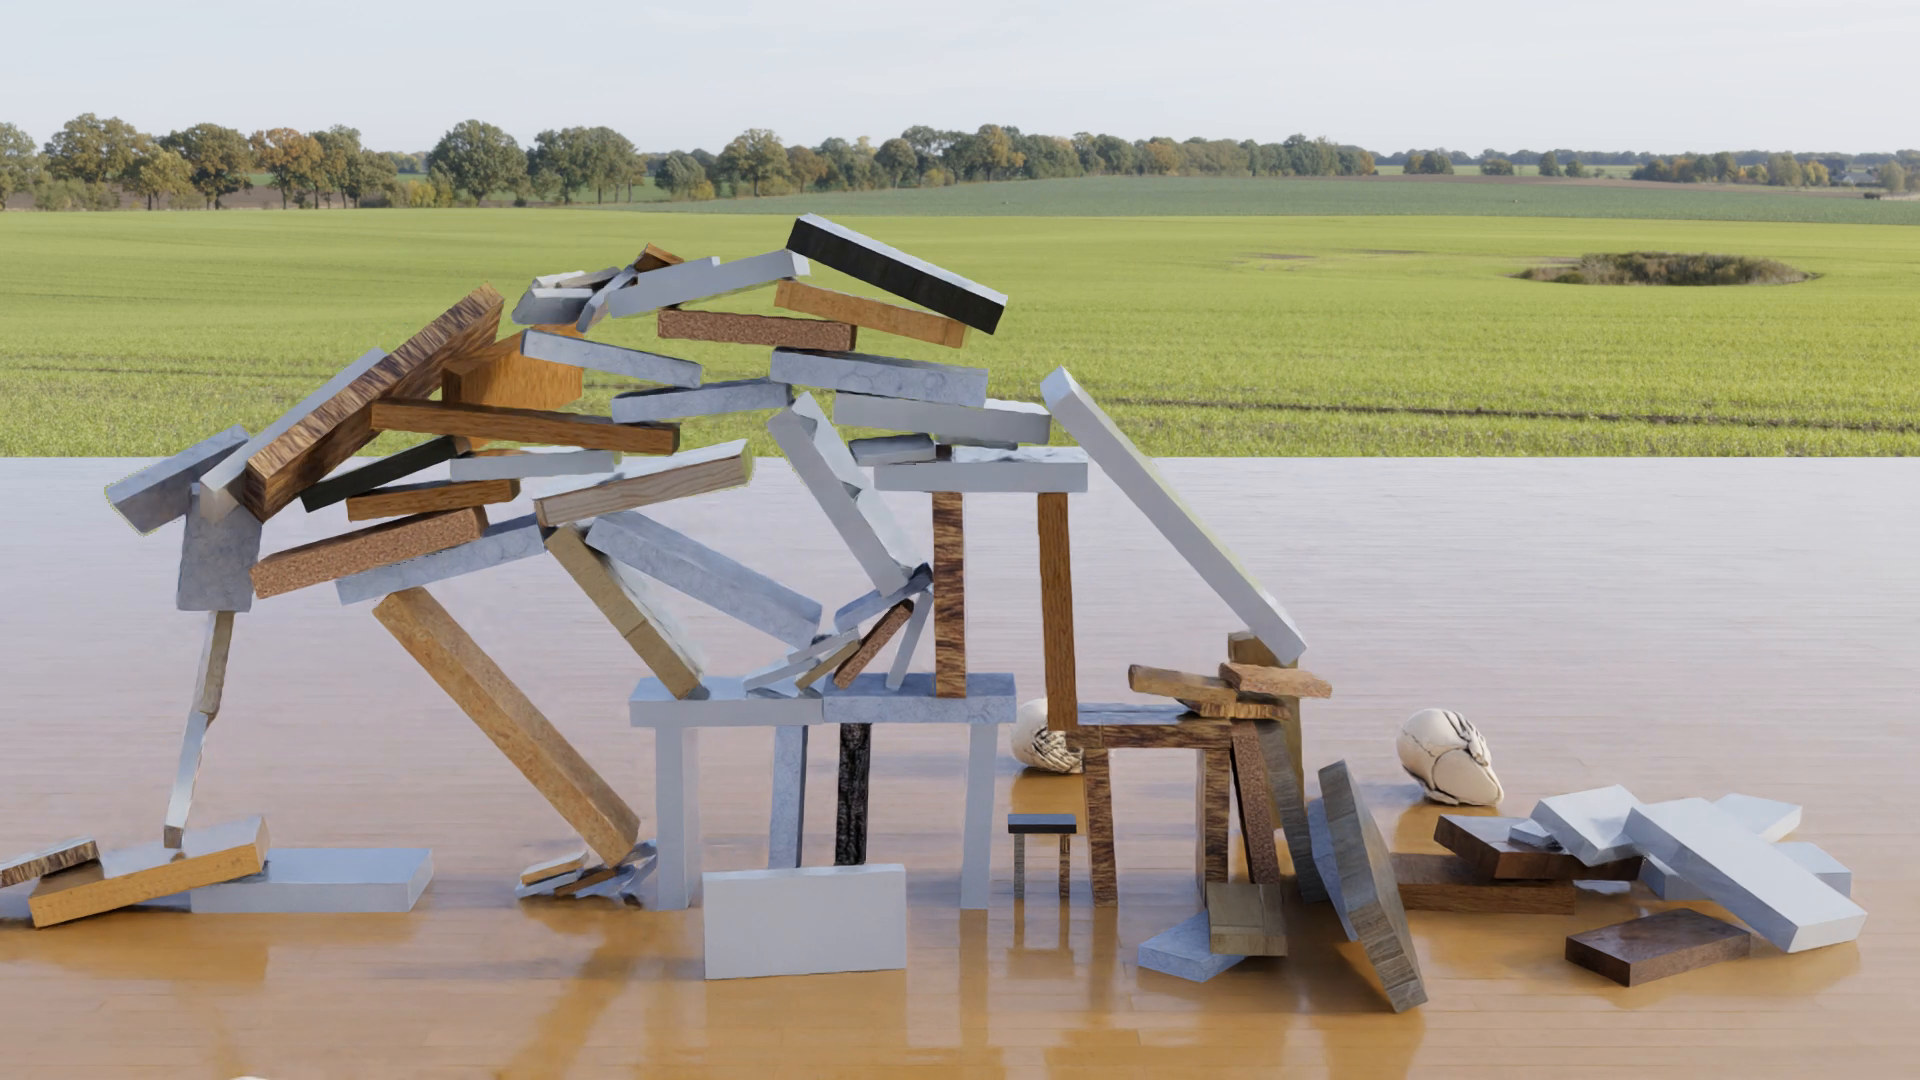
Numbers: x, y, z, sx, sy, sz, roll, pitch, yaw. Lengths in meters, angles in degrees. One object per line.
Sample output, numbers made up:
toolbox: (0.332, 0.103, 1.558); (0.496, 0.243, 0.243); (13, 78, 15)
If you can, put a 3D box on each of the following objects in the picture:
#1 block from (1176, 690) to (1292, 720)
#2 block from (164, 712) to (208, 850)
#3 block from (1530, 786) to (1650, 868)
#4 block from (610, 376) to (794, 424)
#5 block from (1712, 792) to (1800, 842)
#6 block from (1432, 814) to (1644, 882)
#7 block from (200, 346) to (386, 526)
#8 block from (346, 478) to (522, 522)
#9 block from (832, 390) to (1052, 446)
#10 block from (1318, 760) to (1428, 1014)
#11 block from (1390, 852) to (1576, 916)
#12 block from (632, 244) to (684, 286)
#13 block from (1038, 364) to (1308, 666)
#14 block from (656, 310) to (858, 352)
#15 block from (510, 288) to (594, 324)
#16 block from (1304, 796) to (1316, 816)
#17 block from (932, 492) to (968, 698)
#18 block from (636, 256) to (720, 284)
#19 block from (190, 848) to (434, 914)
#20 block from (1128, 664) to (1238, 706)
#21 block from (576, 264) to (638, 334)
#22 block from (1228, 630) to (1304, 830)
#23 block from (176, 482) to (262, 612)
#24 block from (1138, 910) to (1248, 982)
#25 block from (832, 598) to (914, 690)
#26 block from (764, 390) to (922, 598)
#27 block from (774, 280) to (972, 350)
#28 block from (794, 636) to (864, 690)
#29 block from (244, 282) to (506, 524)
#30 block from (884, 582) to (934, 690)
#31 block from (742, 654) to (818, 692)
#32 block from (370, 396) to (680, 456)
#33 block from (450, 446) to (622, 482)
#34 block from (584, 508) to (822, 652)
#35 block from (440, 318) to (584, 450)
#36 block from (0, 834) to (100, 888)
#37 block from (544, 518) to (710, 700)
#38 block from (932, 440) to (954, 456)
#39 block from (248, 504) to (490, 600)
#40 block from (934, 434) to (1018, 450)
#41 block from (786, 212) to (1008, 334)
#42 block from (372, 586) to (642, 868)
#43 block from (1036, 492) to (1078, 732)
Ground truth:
block: (0.455, 0.271, 3.642); (0.169, 0.024, 0.085); (5, 12, -23)
block: (-1.266, 0.393, 3.595); (0.028, 0.201, 0.100); (11, -32, -16)
block: (1.076, 0.475, 3.670); (0.259, 0.037, 0.130); (-1, 35, -44)
block: (-0.412, -0.227, 3.539); (0.277, 0.039, 0.139); (-6, 9, 0)
block: (1.407, 0.515, 3.971); (0.130, 0.037, 0.259); (9, 14, 39)
block: (0.963, 0.513, 3.662); (0.314, 0.044, 0.157); (6, 13, -29)
block: (-1.066, -0.169, 3.532); (0.368, 0.033, 0.115); (-45, -6, -31)
block: (-0.842, -0.071, 3.528); (0.256, 0.036, 0.128); (-7, 8, -3)
block: (-0.033, -0.202, 3.521); (0.339, 0.048, 0.170); (5, 9, -5)
block: (0.635, 0.524, 3.418); (0.049, 0.174, 0.564); (-25, 12, 11)
block: (0.848, 0.570, 3.655); (0.314, 0.044, 0.157); (1, 11, 5)
block: (-0.504, -0.439, 3.593); (0.062, 0.018, 0.124); (24, -27, -19)
block: (0.342, -0.039, 3.530); (0.048, 0.579, 0.170); (-41, 15, 10)
block: (-0.321, -0.336, 3.512); (0.301, 0.043, 0.151); (4, 7, 1)
block: (-0.644, -0.370, 3.486); (0.065, 0.018, 0.130); (-44, -20, 31)
block: (0.681, 0.502, 4.099); (0.115, 0.016, 0.058); (7, 12, 32)
block: (-0.015, 0.073, 3.570); (0.047, 0.335, 0.167); (-1, 11, 2)
block: (-0.447, -0.428, 3.503); (0.124, 0.018, 0.062); (-13, 5, 6)
block: (-1.075, 0.566, 3.662); (0.353, 0.050, 0.176); (0, 11, -1)
block: (0.363, 0.238, 3.604); (0.169, 0.024, 0.085); (9, 11, -3)
block: (-0.569, -0.387, 3.546); (0.018, 0.065, 0.130); (36, 43, 1)
block: (0.547, 0.339, 3.913); (0.115, 0.394, 0.033); (-10, 24, -9)
block: (-1.207, 0.014, 3.590); (0.115, 0.230, 0.033); (3, 34, -25)
block: (0.387, 0.623, 3.404); (0.115, 0.033, 0.230); (8, 13, 37)
block: (-0.141, 0.166, 3.593); (0.024, 0.170, 0.085); (41, 9, -6)
block: (-0.185, -0.077, 3.539); (0.048, 0.336, 0.168); (-32, 8, 12)
block: (-0.135, -0.361, 3.512); (0.301, 0.043, 0.151); (13, 7, 3)
block: (-0.214, 0.198, 3.593); (0.122, 0.017, 0.061); (-35, 8, 7)
block: (-0.953, -0.229, 3.597); (0.520, 0.043, 0.152); (-45, -6, -33)
block: (-0.080, 0.155, 3.590); (0.024, 0.170, 0.085); (21, 11, -2)
block: (-0.293, 0.213, 3.597); (0.122, 0.017, 0.061); (-19, 10, 4)
block: (-0.689, -0.183, 3.518); (0.469, 0.039, 0.139); (5, 8, -3)
block: (-0.679, -0.126, 3.532); (0.256, 0.036, 0.128); (-4, 8, -3)
block: (-0.413, 0.056, 3.583); (0.393, 0.048, 0.168); (27, 9, -6)
block: (-0.755, -0.267, 3.725); (0.043, 0.152, 0.303); (24, 34, 24)
block: (-1.528, 0.535, 3.620); (0.201, 0.028, 0.100); (-18, 7, -26)
block: (-0.539, 0.101, 3.576); (0.047, 0.331, 0.166); (-38, 9, 6)
block: (-0.074, -0.147, 3.530); (0.128, 0.018, 0.064); (1, 11, 4)
block: (-0.941, 0.011, 3.523); (0.353, 0.050, 0.176); (-16, 9, -4)
block: (0.025, -0.162, 3.517); (0.128, 0.018, 0.064); (5, 9, -9)
block: (-0.096, -0.423, 3.479); (0.347, 0.049, 0.174); (23, 12, -2)
block: (-0.736, 0.294, 3.601); (0.047, 0.563, 0.166); (-41, 9, 3)
block: (0.157, 0.101, 3.562); (0.047, 0.385, 0.167); (-3, 11, 2)
